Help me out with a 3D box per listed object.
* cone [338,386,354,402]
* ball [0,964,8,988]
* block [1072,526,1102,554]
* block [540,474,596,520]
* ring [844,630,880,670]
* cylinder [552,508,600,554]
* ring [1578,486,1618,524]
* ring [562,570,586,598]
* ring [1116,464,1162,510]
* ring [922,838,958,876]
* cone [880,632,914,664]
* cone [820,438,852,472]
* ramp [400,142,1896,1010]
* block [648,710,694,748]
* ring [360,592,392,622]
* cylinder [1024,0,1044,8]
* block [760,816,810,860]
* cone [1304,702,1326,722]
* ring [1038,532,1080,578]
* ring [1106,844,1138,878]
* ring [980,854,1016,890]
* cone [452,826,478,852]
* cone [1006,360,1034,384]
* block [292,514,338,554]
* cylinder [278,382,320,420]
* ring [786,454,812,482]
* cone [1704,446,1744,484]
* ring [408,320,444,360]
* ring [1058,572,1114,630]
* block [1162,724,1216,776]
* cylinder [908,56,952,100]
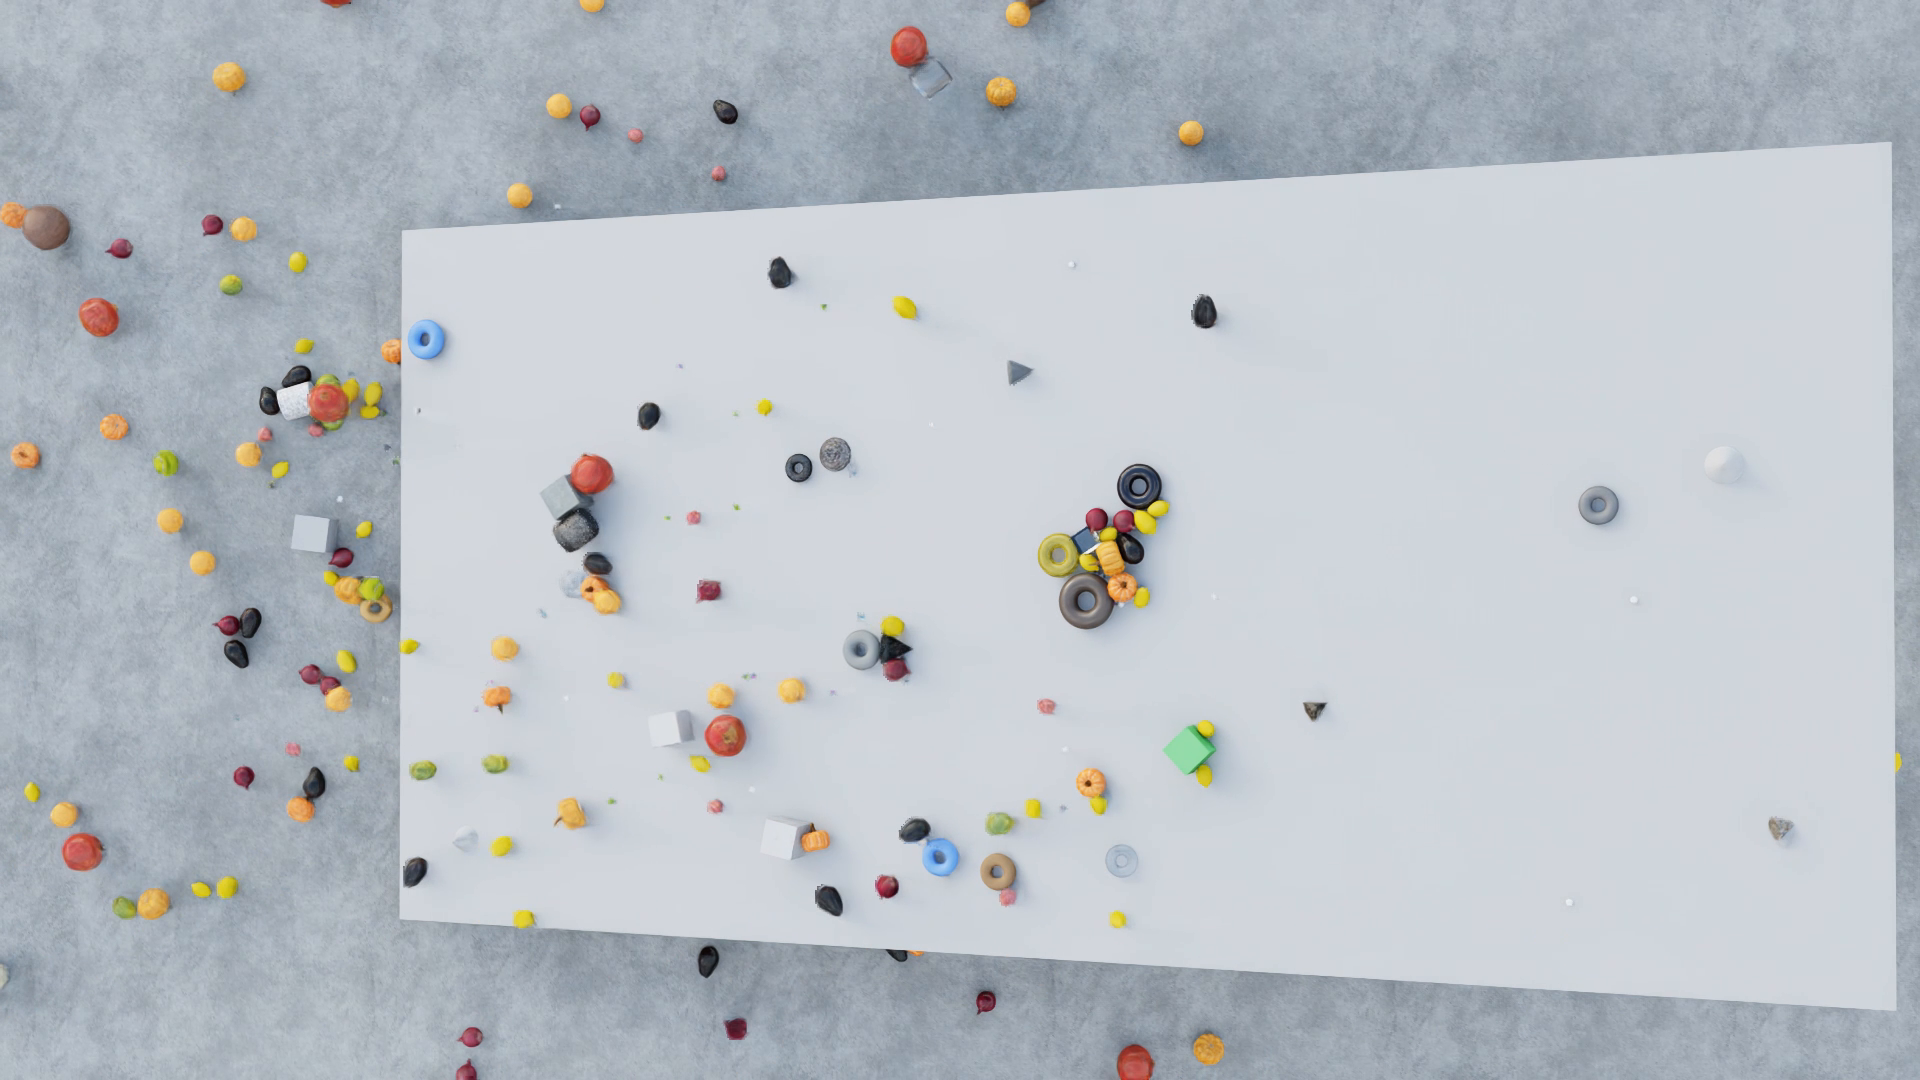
[{"bbox_3d":[-1.815,-0.432,6.460,0.050,0.050,0.050,0,90,7],"label":"cone"},{"bbox_3d":[-2.823,1.274,6.425,0.081,0.081,0.081,0,89,0],"label":"ball"},{"bbox_3d":[0.327,0.002,5.675,0.052,0.052,0.052,-35,78,16],"label":"block"},{"bbox_3d":[-1.099,-0.117,6.157,0.091,0.091,0.091,-35,79,16],"label":"block"},{"bbox_3d":[-0.263,0.295,5.887,0.109,0.036,0.109,-1,88,19],"label":"ring"},{"bbox_3d":[-1.073,-0.026,6.147,0.091,0.091,0.091,-34,89,16],"label":"cylinder"},{"bbox_3d":[1.529,-0.083,5.265,0.094,0.031,0.094,0,90,21],"label":"ring"},{"bbox_3d":[-1.086,0.125,6.184,0.078,0.026,0.078,0,90,19],"label":"ring"},{"bbox_3d":[0.459,-0.137,5.638,0.119,0.040,0.119,-1,88,19],"label":"ring"},{"bbox_3d":[-0.052,0.839,5.807,0.102,0.034,0.102,0,90,20],"label":"ring"},{"bbox_3d":[-0.165,0.289,5.852,0.085,0.085,0.085,2,89,-7],"label":"cone"},{"bbox_3d":[-0.352,-0.232,5.895,0.093,0.093,0.093,0,89,19],"label":"cone"},{"bbox_3d":[0.279,0.091,5.771,4.000,0.100,2.000,0,89,19],"label":"ramp"},{"bbox_3d":[-0.794,0.518,6.044,0.086,0.086,0.086,-13,85,19],"label":"block"},{"bbox_3d":[-1.713,0.199,6.455,0.094,0.031,0.094,-3,111,-8],"label":"ring"},{"bbox_3d":[0.227,-1.623,6.461,0.088,0.088,0.088,-26,89,0],"label":"cylinder"},{"bbox_3d":[-0.471,0.802,5.924,0.092,0.092,0.092,12,93,19],"label":"block"},{"bbox_3d":[0.893,0.417,5.486,0.053,0.053,0.053,-27,89,-10],"label":"cone"},{"bbox_3d":[0.257,0.040,5.707,0.117,0.039,0.117,0,89,21],"label":"ring"},{"bbox_3d":[0.415,0.824,5.646,0.087,0.029,0.087,0,89,18],"label":"ring"},{"bbox_3d":[0.100,0.869,5.754,0.098,0.033,0.098,0,91,20],"label":"ring"},{"bbox_3d":[-1.427,0.857,6.266,0.078,0.078,0.078,0,89,19],"label":"cone"},{"bbox_3d":[0.162,-0.443,5.751,0.067,0.067,0.067,-6,89,-9],"label":"cone"},{"bbox_3d":[-1.886,-0.018,6.433,0.100,0.100,0.100,7,89,0],"label":"block"},{"bbox_3d":[-1.936,-0.407,6.441,0.094,0.094,0.094,-16,89,0],"label":"cylinder"},{"bbox_3d":[-0.437,-0.195,5.960,0.079,0.026,0.079,-1,88,20],"label":"ring"},{"bbox_3d":[1.788,-0.177,5.145,0.089,0.089,0.089,0,89,19],"label":"cone"},{"bbox_3d":[-1.542,-0.579,6.347,0.116,0.039,0.116,0,91,20],"label":"ring"},{"bbox_3d":[0.326,0.158,5.675,0.148,0.049,0.148,-1,88,19],"label":"ring"},{"bbox_3d":[0.581,0.531,5.560,0.087,0.087,0.087,-46,76,13],"label":"block"},{"bbox_3d":[-0.086,-1.356,6.455,0.092,0.092,0.092,-42,89,-1],"label":"cylinder"}]
